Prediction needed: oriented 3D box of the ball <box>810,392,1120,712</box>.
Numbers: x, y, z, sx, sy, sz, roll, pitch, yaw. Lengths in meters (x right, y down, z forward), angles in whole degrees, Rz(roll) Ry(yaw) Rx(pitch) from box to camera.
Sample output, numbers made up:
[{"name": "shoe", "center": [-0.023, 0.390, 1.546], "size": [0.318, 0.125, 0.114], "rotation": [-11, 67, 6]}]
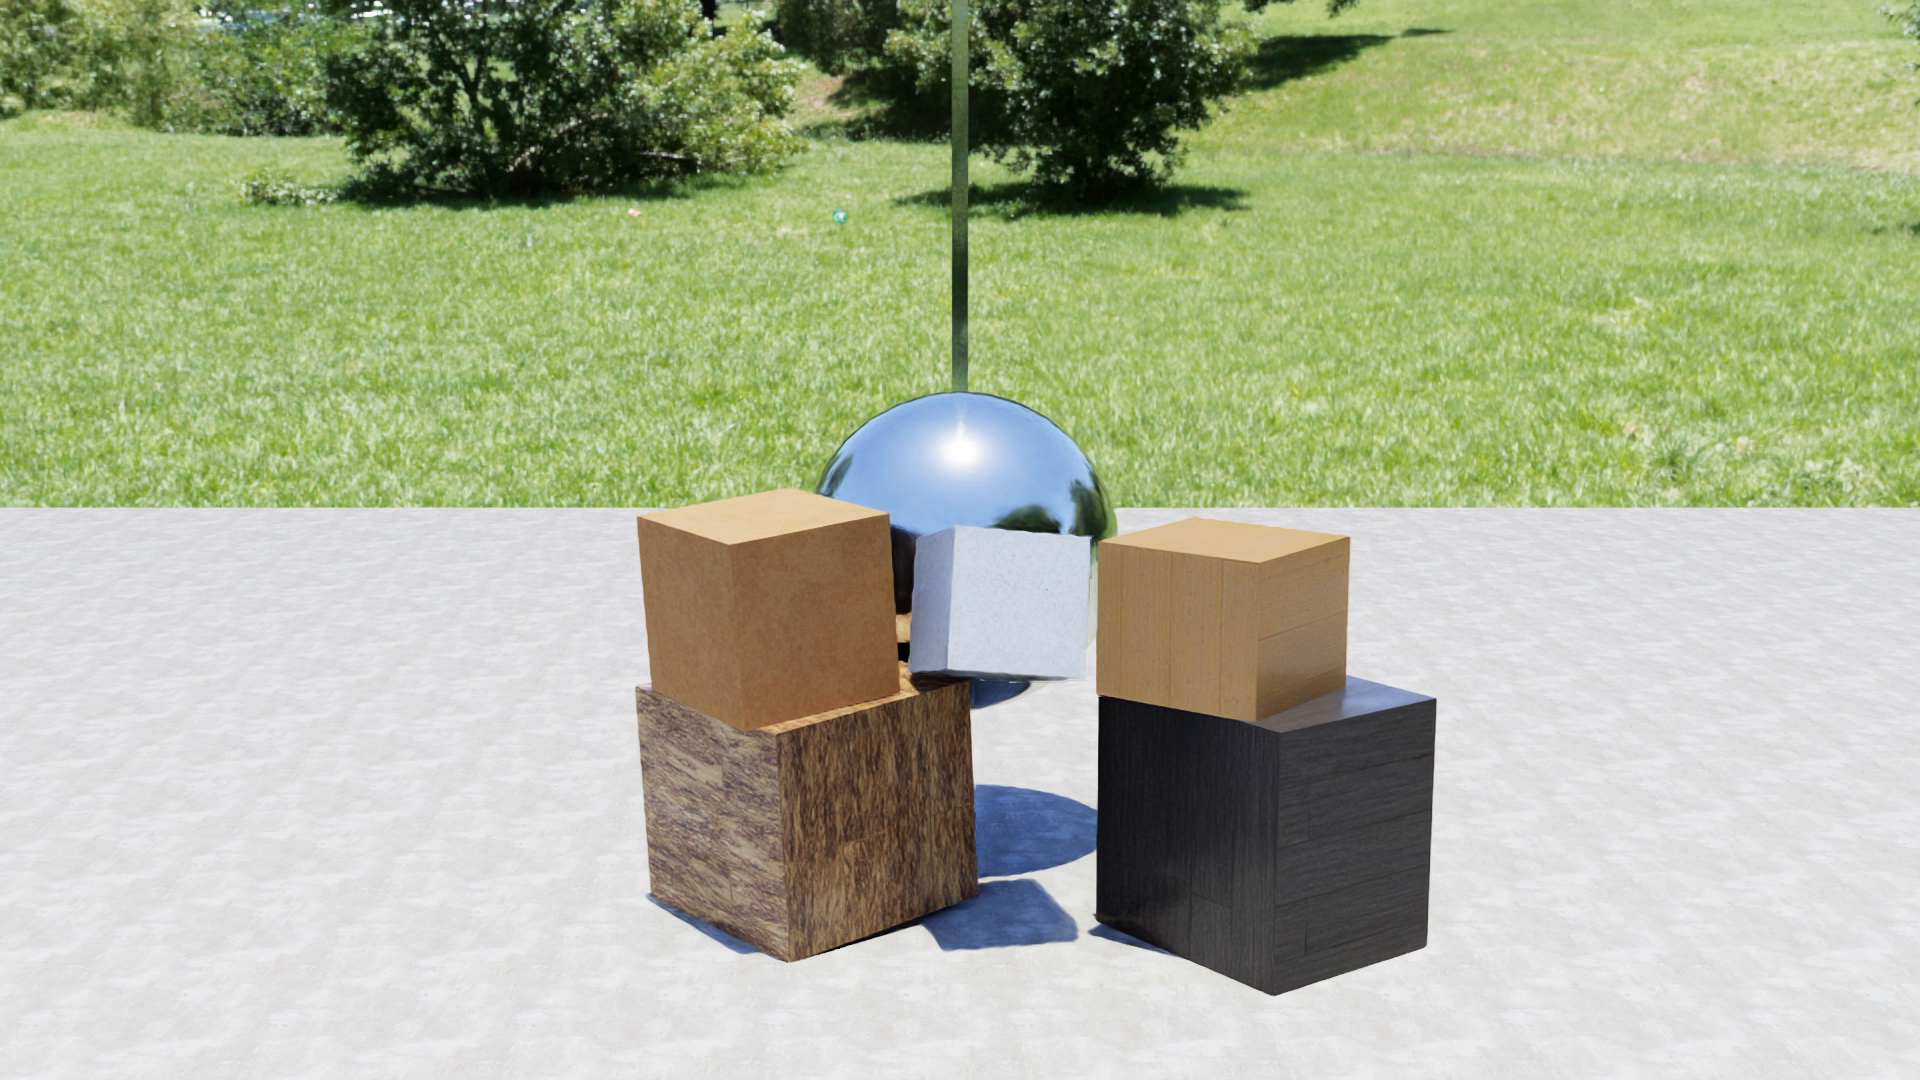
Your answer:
[{"name": "ball", "center": [0.000, 0.056, 11.004], "size": [1.600, 1.600, 1.600], "rotation": [0, 10, 0]}]

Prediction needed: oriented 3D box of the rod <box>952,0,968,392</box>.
[{"name": "rod", "center": [0.000, -3.306, 10.498], "size": [0.080, 5.200, 0.080], "rotation": [0, 9, 0]}]

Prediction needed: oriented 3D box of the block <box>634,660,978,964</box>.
[{"name": "block", "center": [-0.704, 1.157, 10.139], "size": [1.082, 1.035, 1.099], "rotation": [-13, 16, -39]}]

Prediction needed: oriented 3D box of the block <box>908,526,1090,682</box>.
[{"name": "block", "center": [0.165, 0.294, 9.735], "size": [0.605, 0.612, 0.704], "rotation": [5, -6, -15]}]

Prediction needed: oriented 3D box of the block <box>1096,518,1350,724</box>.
[{"name": "block", "center": [1.145, 0.326, 9.560], "size": [0.795, 0.676, 0.779], "rotation": [8, 13, 37]}]

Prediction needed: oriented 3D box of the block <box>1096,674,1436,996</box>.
[{"name": "block", "center": [1.339, 1.209, 9.756], "size": [0.947, 1.131, 1.135], "rotation": [-8, 13, -36]}]

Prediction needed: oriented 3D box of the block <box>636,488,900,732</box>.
[{"name": "block", "center": [-0.856, 0.284, 9.807], "size": [0.796, 0.816, 0.853], "rotation": [-12, 15, -33]}]
